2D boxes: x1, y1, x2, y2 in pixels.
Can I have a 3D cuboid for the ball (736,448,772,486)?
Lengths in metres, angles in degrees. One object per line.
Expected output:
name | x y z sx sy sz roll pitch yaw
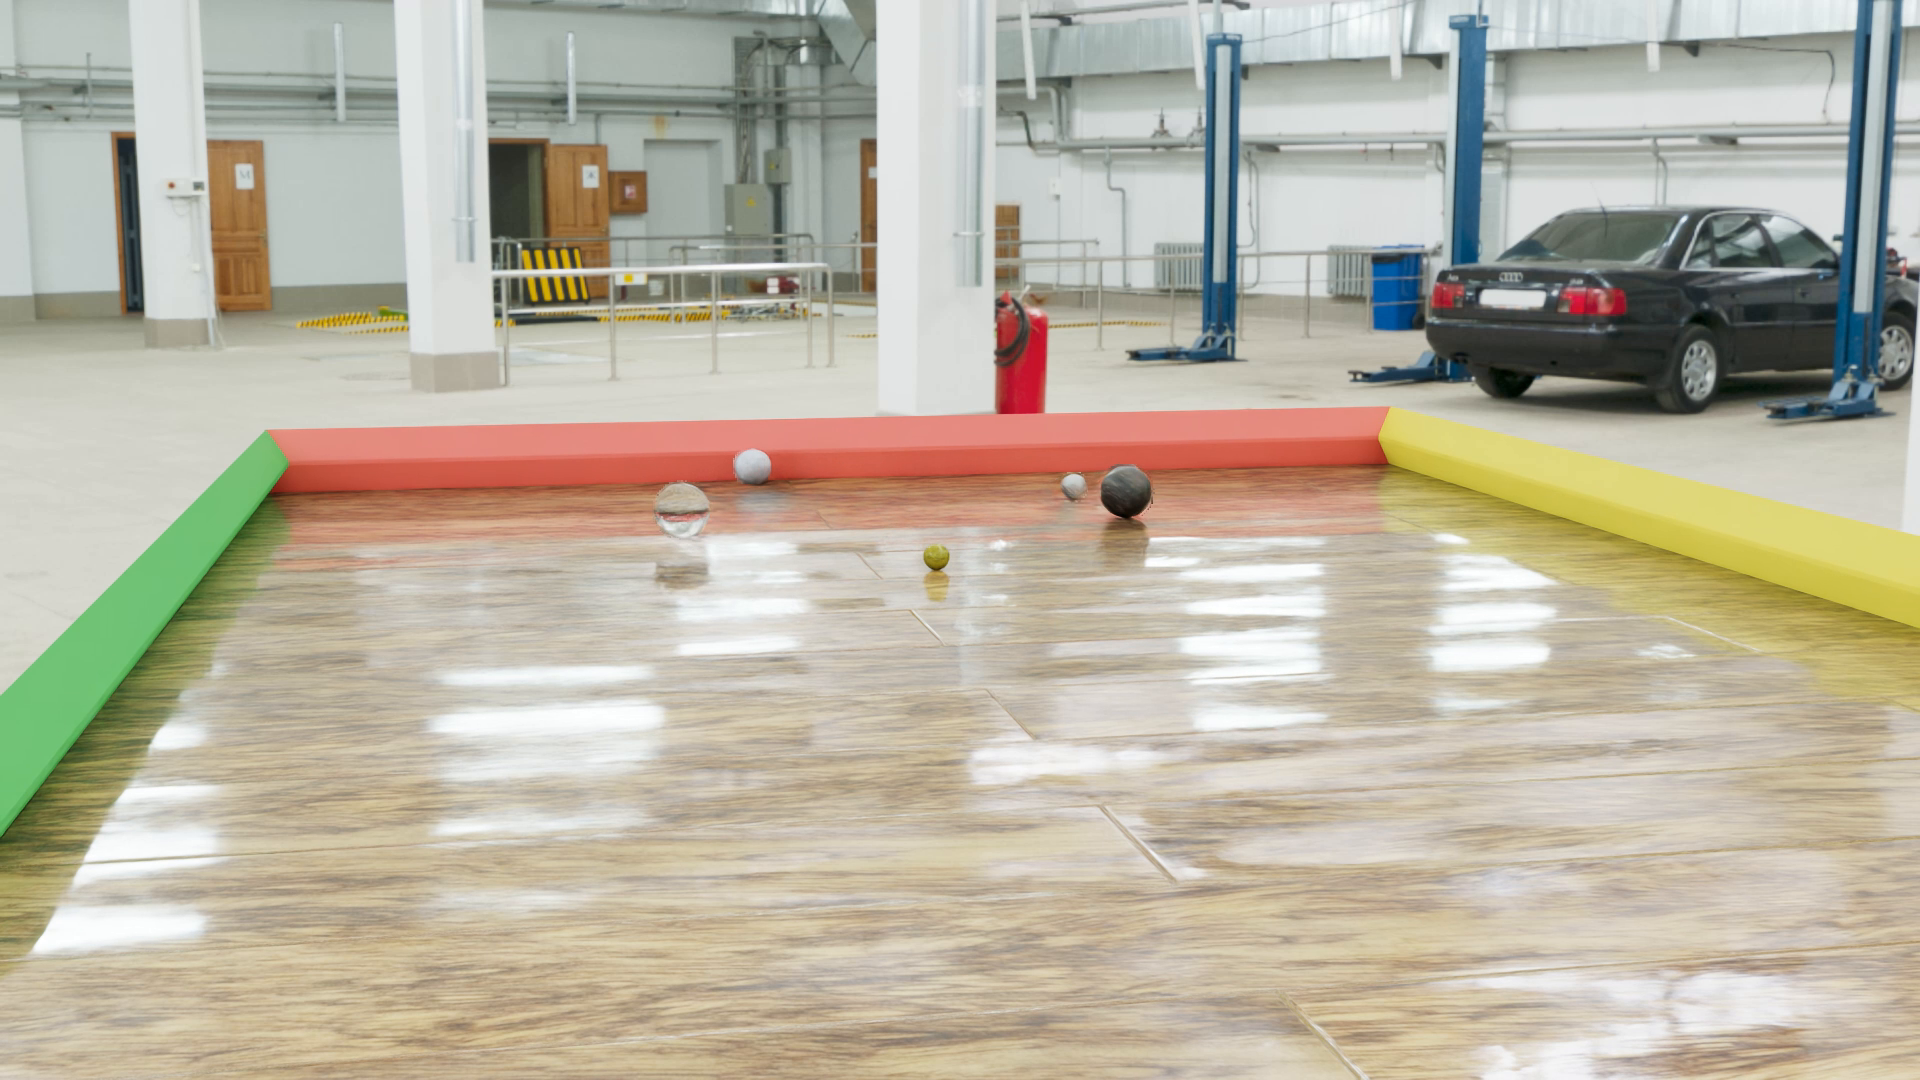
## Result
ball | -0.408 -0.144 4.340 0.071 0.071 0.071 0 9 0

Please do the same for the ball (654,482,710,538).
ball | -0.464 -0.049 3.676 0.093 0.093 0.093 0 9 0

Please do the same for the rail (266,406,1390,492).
rail | -0.204 -0.184 4.428 2.295 0.120 0.045 -2 9 -11

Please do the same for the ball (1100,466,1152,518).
ball | 0.295 -0.086 3.907 0.092 0.092 0.092 0 9 0

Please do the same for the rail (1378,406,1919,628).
rail | 1.309 0.099 2.654 0.045 0.120 4.173 -2 9 -11

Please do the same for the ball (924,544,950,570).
ball | -0.036 0.026 3.371 0.041 0.041 0.041 0 9 0

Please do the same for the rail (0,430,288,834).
rail | -0.892 0.170 2.210 0.045 0.120 4.173 -2 9 -11

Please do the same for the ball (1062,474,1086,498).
ball | 0.215 -0.101 4.148 0.047 0.047 0.047 0 9 0
